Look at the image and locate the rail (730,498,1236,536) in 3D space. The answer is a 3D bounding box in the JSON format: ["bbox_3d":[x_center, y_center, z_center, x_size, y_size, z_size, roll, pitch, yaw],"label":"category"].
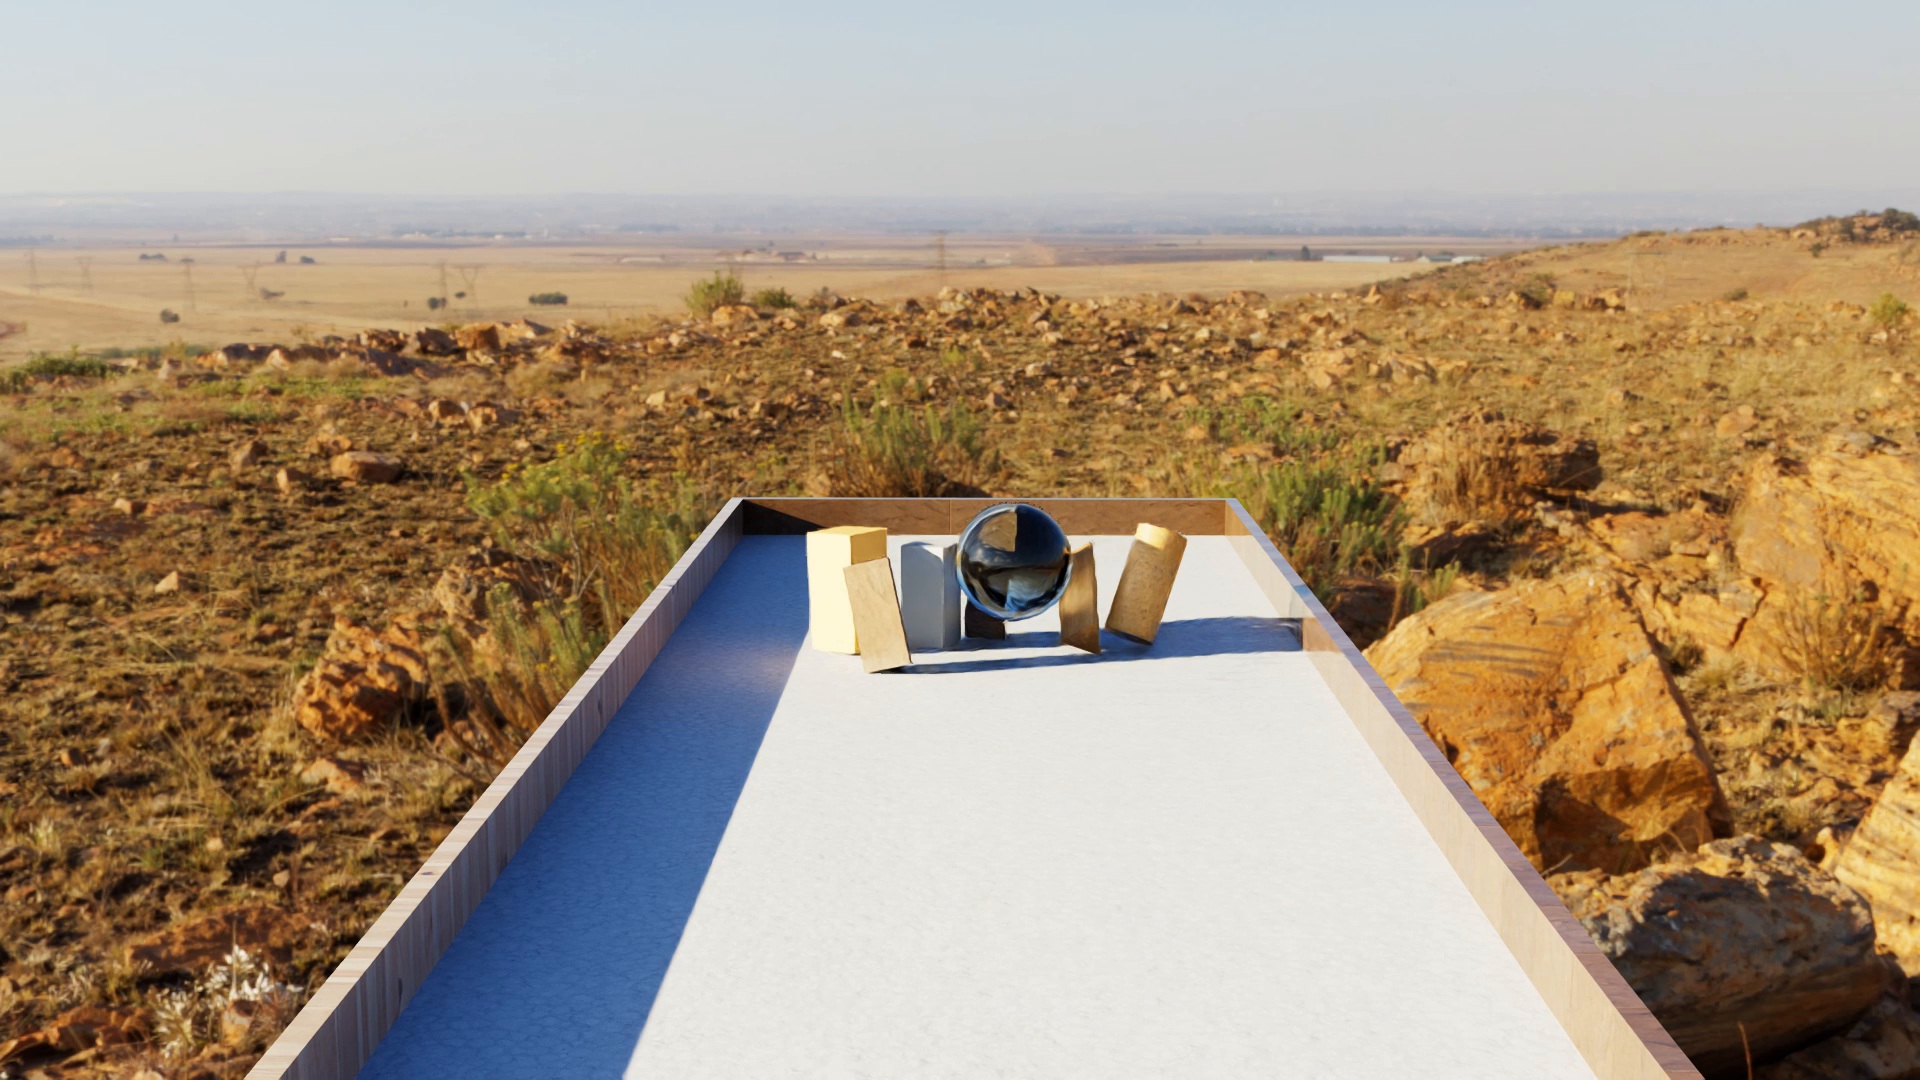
[{"bbox_3d":[0.099,-0.098,9.147,2.100,0.150,0.050,0,9,1],"label":"rail"}]

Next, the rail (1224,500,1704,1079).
[{"bbox_3d":[1.046,0.843,3.208,0.050,0.150,12.000,0,9,1],"label":"rail"}]

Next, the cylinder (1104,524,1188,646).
[{"bbox_3d":[0.583,0.141,6.893,0.164,0.348,0.164,19,-8,3],"label":"cylinder"}]

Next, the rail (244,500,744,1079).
[{"bbox_3d":[-1.004,0.839,3.234,0.050,0.150,12.000,0,9,1],"label":"rail"}]

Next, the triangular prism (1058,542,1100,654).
[{"bbox_3d":[0.393,0.170,6.872,0.132,0.114,0.382,18,38,-14],"label":"triangular prism"}]

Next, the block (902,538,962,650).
[{"bbox_3d":[-0.090,0.170,6.910,0.143,0.322,0.143,4,10,22],"label":"block"}]

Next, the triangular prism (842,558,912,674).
[{"bbox_3d":[-0.234,0.222,6.562,0.143,0.321,0.124,-12,-2,11],"label":"triangular prism"}]

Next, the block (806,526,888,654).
[{"bbox_3d":[-0.345,0.153,6.844,0.174,0.367,0.174,3,9,38],"label":"block"}]

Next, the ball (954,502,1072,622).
[{"bbox_3d":[0.165,0.068,6.775,0.364,0.364,0.364,0,9,0],"label":"ball"}]

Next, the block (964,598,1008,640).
[{"bbox_3d":[0.104,0.129,7.025,0.127,0.355,0.127,6,-29,7],"label":"block"}]
